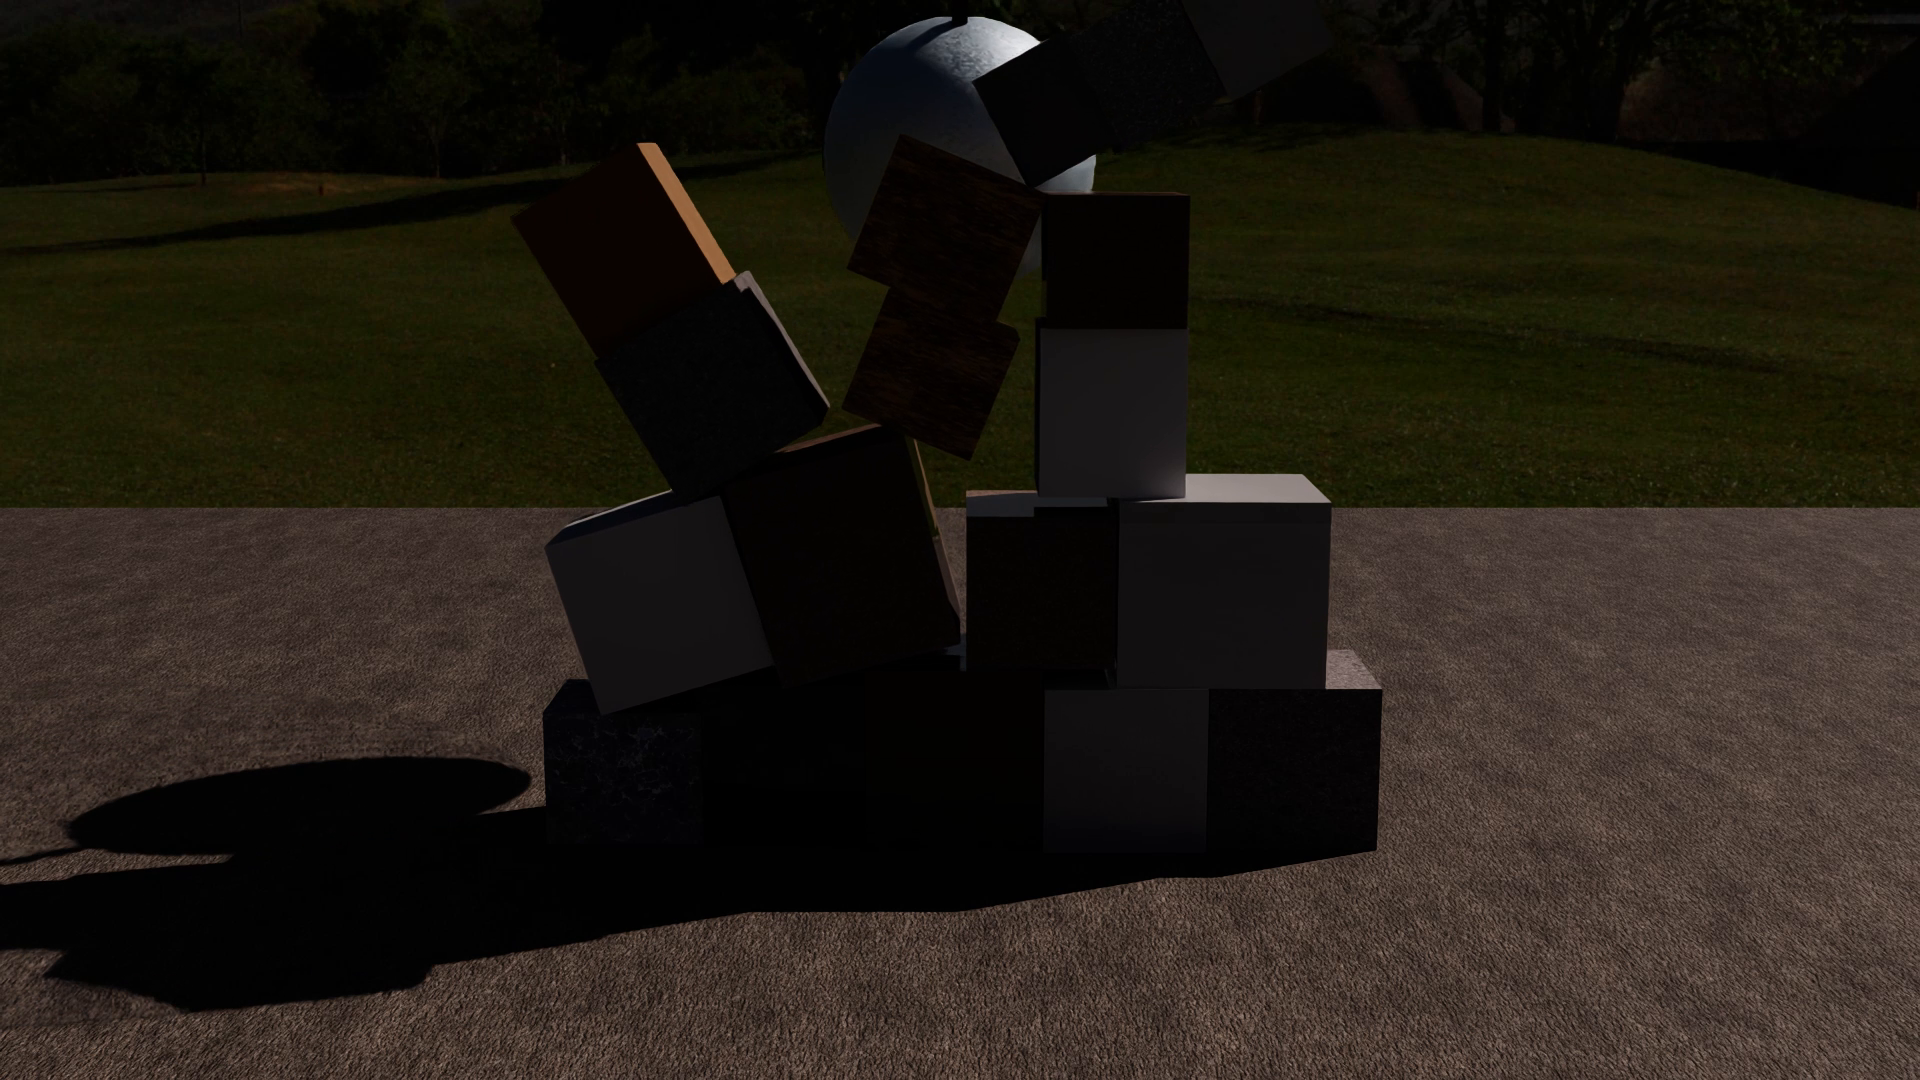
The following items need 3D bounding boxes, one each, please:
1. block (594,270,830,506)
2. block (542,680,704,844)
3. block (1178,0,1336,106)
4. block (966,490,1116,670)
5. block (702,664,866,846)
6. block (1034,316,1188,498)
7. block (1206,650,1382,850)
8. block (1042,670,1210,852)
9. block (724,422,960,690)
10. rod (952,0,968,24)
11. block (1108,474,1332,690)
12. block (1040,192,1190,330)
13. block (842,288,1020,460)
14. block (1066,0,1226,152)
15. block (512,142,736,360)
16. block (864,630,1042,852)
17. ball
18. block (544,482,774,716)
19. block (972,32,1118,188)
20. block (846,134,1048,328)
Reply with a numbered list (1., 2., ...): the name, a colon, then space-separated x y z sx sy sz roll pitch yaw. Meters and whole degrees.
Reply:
1. block: -1.221 -0.781 11.033 0.787 0.815 0.834 -30 9 5
2. block: -1.692 1.138 11.405 0.792 0.680 0.705 0 10 0
3. block: 1.392 -2.546 10.760 0.560 0.617 0.673 -28 9 4
4. block: 0.397 0.189 11.204 0.731 0.766 0.816 0 10 0
5. block: -0.882 1.070 11.359 0.808 0.831 0.714 0 10 0
6. block: 0.748 -0.678 11.072 0.720 0.833 0.679 0 10 0
7. block: 1.663 1.069 11.361 0.850 0.831 0.853 0 10 0
8. block: 0.822 1.066 11.366 0.811 0.835 0.934 0 10 0
9. block: -0.573 0.039 11.203 0.909 1.058 0.929 -15 10 2
10. rod: 0.000 -5.180 11.152 0.080 5.200 0.080 0 31 0
11. block: 1.290 0.193 11.229 1.031 0.933 0.929 0 10 0
12. block: 0.757 -1.396 10.910 0.680 0.638 0.715 0 10 0
13. block: -0.146 -0.866 11.009 0.679 0.643 0.675 22 10 -4
14. block: 0.885 -2.308 10.799 0.553 0.601 0.584 -28 9 4
15. block: -1.649 -1.448 10.923 0.706 0.784 0.722 -30 9 5
16. block: -0.031 1.020 11.368 0.874 0.927 0.916 0 10 0
17. ball: 0.000 -2.251 12.879 1.600 1.600 1.600 0 10 0
18. block: -1.478 0.255 11.239 0.908 0.892 0.811 -17 10 3
19. block: 0.411 -2.109 10.805 0.468 0.585 0.514 -28 10 4
20. block: -0.063 -1.540 10.886 0.759 0.688 0.777 22 10 -4
